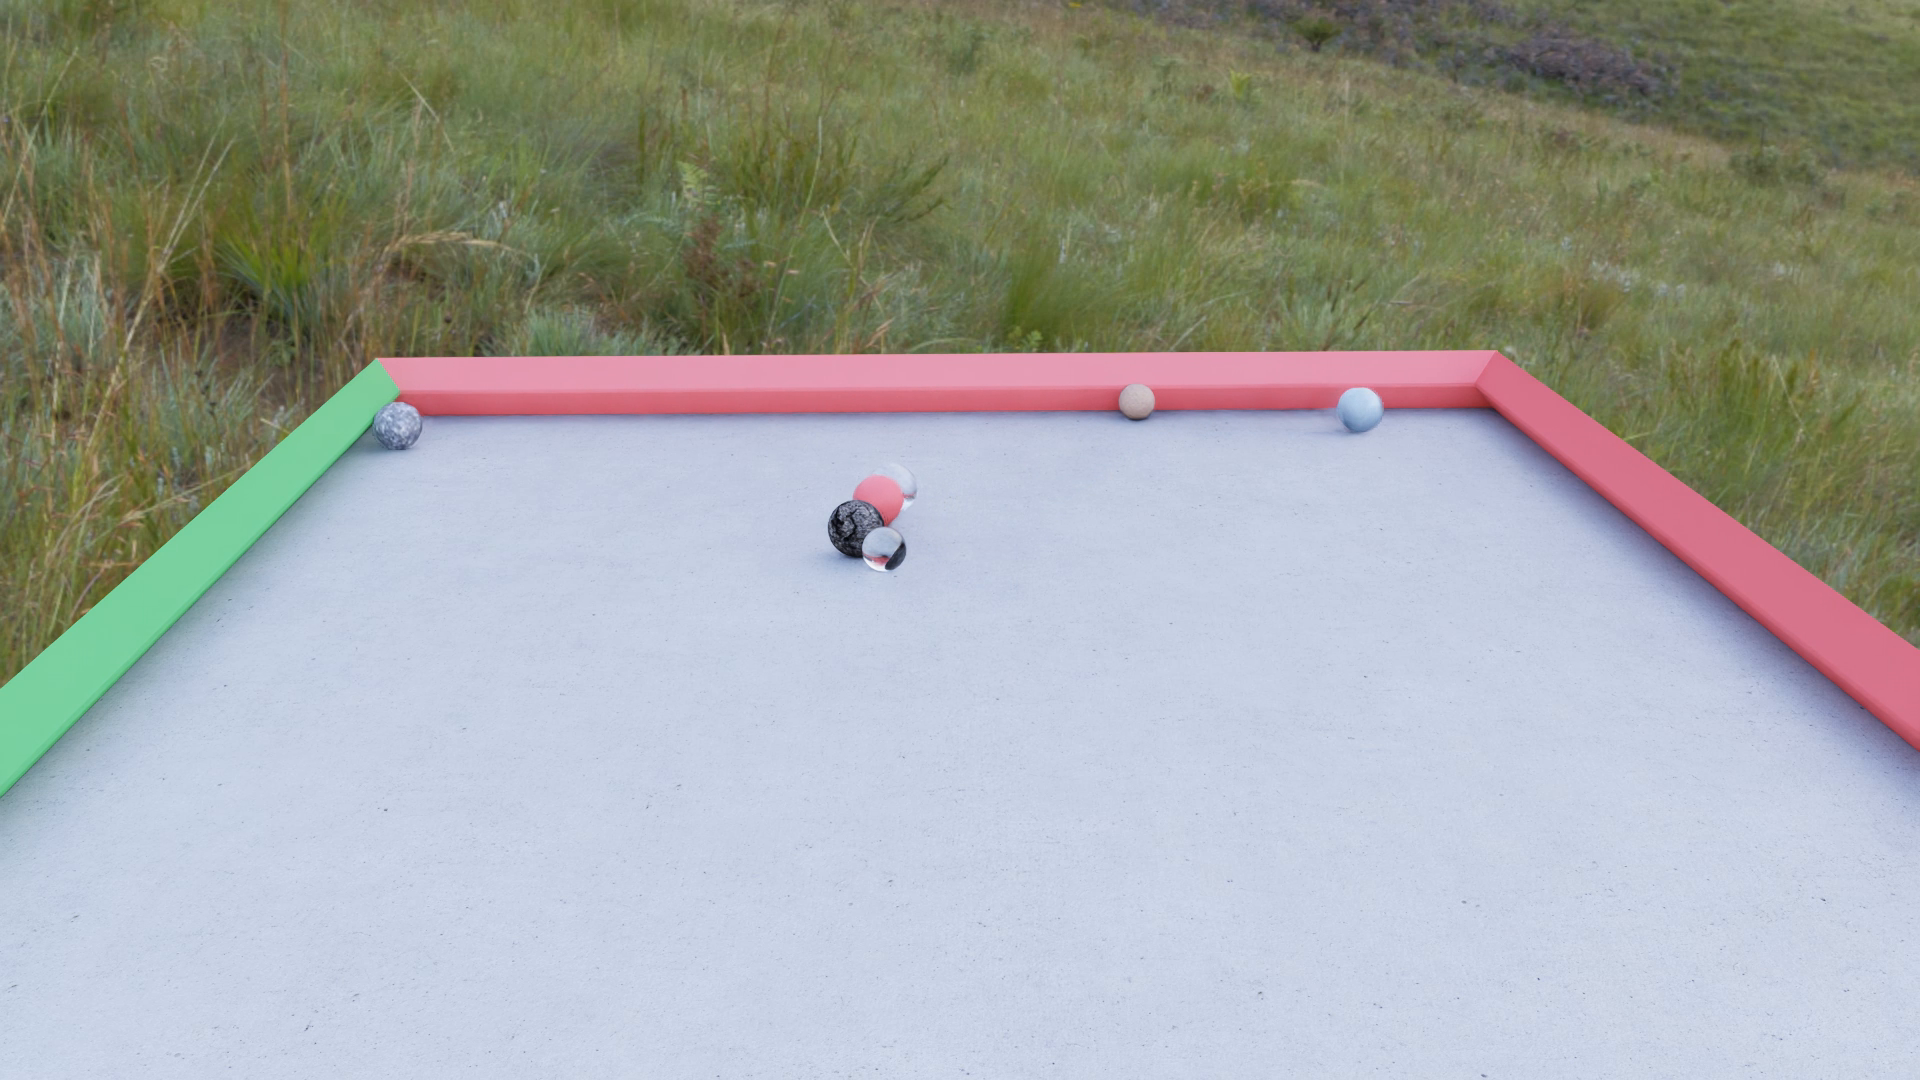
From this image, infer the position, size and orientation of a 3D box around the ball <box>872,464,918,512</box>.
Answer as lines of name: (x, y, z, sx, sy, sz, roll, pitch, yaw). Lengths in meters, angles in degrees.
ball: (-0.093, -0.071, 3.021, 0.069, 0.069, 0.069, 0, 16, 0)

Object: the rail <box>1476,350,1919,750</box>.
rail: (0.930, 0.222, 1.939, 0.045, 0.095, 3.589, -1, 16, -2)

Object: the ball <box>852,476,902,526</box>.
ball: (-0.111, -0.052, 2.955, 0.068, 0.068, 0.068, 0, 16, 0)

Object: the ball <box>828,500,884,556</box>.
ball: (-0.133, -0.015, 2.816, 0.073, 0.073, 0.073, 0, 16, 0)

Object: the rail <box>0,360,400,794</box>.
rail: (-0.868, 0.239, 1.879, 0.045, 0.095, 3.589, -1, 16, -2)

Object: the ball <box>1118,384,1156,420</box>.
ball: (0.288, -0.225, 3.580, 0.059, 0.059, 0.059, 0, 16, 0)

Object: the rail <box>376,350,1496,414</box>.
rail: (-0.030, -0.254, 3.611, 1.847, 0.095, 0.045, -1, 16, -2)

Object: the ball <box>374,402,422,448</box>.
ball: (-0.865, -0.177, 3.384, 0.073, 0.073, 0.073, 0, 16, 0)

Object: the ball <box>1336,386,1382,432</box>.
ball: (0.635, -0.208, 3.497, 0.071, 0.071, 0.071, 0, 16, 0)

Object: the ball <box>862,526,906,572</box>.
ball: (-0.095, 0.011, 2.753, 0.056, 0.056, 0.056, 0, 16, 0)
